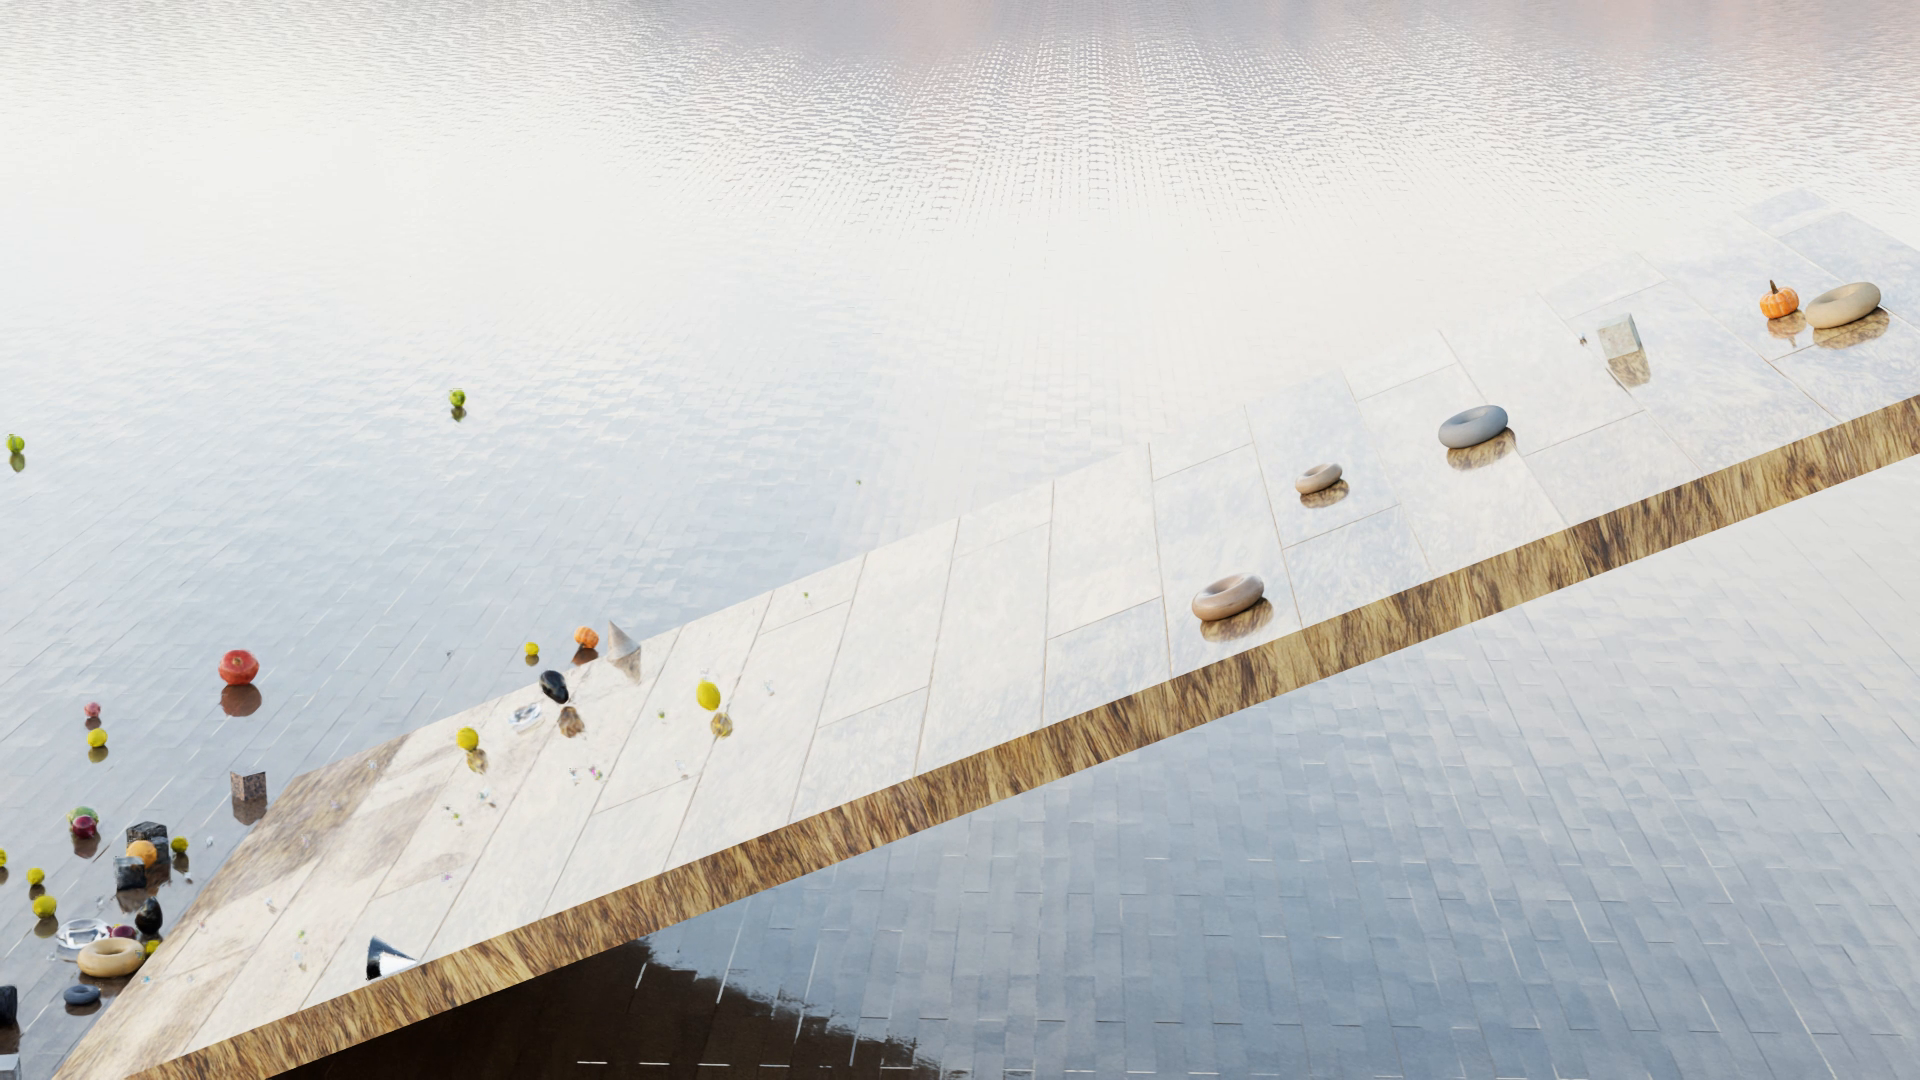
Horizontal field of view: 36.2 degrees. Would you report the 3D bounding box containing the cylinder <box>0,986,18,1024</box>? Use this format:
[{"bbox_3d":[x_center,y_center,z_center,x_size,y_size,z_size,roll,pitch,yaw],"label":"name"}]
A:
[{"bbox_3d":[-2.043,0.985,6.219,0.080,0.080,0.080,-1,14,-5],"label":"cylinder"}]

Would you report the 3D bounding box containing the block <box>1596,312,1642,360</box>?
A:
[{"bbox_3d":[1.383,-0.429,6.176,0.068,0.068,0.068,-18,13,23],"label":"block"}]

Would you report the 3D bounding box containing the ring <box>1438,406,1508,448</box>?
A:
[{"bbox_3d":[1.045,-0.231,5.993,0.146,0.049,0.146,-21,13,5],"label":"ring"}]

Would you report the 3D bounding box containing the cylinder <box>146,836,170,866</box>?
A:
[{"bbox_3d":[-1.957,0.758,7.174,0.054,0.054,0.054,0,14,0],"label":"cylinder"}]

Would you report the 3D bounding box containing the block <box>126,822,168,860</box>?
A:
[{"bbox_3d":[-1.997,0.738,7.226,0.068,0.068,0.068,8,16,30],"label":"block"}]

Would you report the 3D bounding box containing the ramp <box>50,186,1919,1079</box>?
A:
[{"bbox_3d":[0.126,0.172,6.289,4.000,0.100,2.000,-21,12,8],"label":"ramp"}]

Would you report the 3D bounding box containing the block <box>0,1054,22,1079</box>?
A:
[{"bbox_3d":[-1.916,1.077,5.860,0.077,0.077,0.077,-2,14,-8],"label":"block"}]

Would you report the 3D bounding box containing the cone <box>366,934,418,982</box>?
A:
[{"bbox_3d":[-1.053,0.783,5.485,0.088,0.088,0.088,4,14,0],"label":"cone"}]

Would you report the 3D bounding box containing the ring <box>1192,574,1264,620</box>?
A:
[{"bbox_3d":[0.504,0.106,5.534,0.144,0.048,0.144,-23,11,5],"label":"ring"}]

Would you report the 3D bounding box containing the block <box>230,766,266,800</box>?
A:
[{"bbox_3d":[-1.851,0.632,7.650,0.065,0.065,0.065,-13,19,-41],"label":"block"}]

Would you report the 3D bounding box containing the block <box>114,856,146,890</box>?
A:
[{"bbox_3d":[-1.979,0.795,7.015,0.060,0.060,0.060,-6,15,-25],"label":"block"}]

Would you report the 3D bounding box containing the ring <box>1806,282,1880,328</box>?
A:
[{"bbox_3d":[1.721,-0.458,5.734,0.149,0.050,0.149,-23,11,5],"label":"ring"}]

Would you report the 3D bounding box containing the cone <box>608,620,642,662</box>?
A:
[{"bbox_3d":[-0.855,0.240,7.323,0.094,0.094,0.094,-22,12,5],"label":"cone"}]

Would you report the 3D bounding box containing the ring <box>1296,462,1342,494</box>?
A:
[{"bbox_3d":[0.748,-0.130,6.130,0.106,0.035,0.106,-26,11,5],"label":"ring"}]

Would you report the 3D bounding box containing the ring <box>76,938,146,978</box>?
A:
[{"bbox_3d":[-1.880,0.925,6.520,0.150,0.050,0.150,1,15,0],"label":"ring"}]

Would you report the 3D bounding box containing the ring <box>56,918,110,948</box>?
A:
[{"bbox_3d":[-1.989,0.892,6.672,0.118,0.039,0.118,-1,14,0],"label":"ring"}]

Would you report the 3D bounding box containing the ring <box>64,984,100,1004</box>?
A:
[{"bbox_3d":[-1.895,0.981,6.347,0.077,0.026,0.077,1,13,0],"label":"ring"}]

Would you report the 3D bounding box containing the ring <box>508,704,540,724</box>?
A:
[{"bbox_3d":[-1.045,0.418,7.064,0.083,0.028,0.083,-21,13,5],"label":"ring"}]
